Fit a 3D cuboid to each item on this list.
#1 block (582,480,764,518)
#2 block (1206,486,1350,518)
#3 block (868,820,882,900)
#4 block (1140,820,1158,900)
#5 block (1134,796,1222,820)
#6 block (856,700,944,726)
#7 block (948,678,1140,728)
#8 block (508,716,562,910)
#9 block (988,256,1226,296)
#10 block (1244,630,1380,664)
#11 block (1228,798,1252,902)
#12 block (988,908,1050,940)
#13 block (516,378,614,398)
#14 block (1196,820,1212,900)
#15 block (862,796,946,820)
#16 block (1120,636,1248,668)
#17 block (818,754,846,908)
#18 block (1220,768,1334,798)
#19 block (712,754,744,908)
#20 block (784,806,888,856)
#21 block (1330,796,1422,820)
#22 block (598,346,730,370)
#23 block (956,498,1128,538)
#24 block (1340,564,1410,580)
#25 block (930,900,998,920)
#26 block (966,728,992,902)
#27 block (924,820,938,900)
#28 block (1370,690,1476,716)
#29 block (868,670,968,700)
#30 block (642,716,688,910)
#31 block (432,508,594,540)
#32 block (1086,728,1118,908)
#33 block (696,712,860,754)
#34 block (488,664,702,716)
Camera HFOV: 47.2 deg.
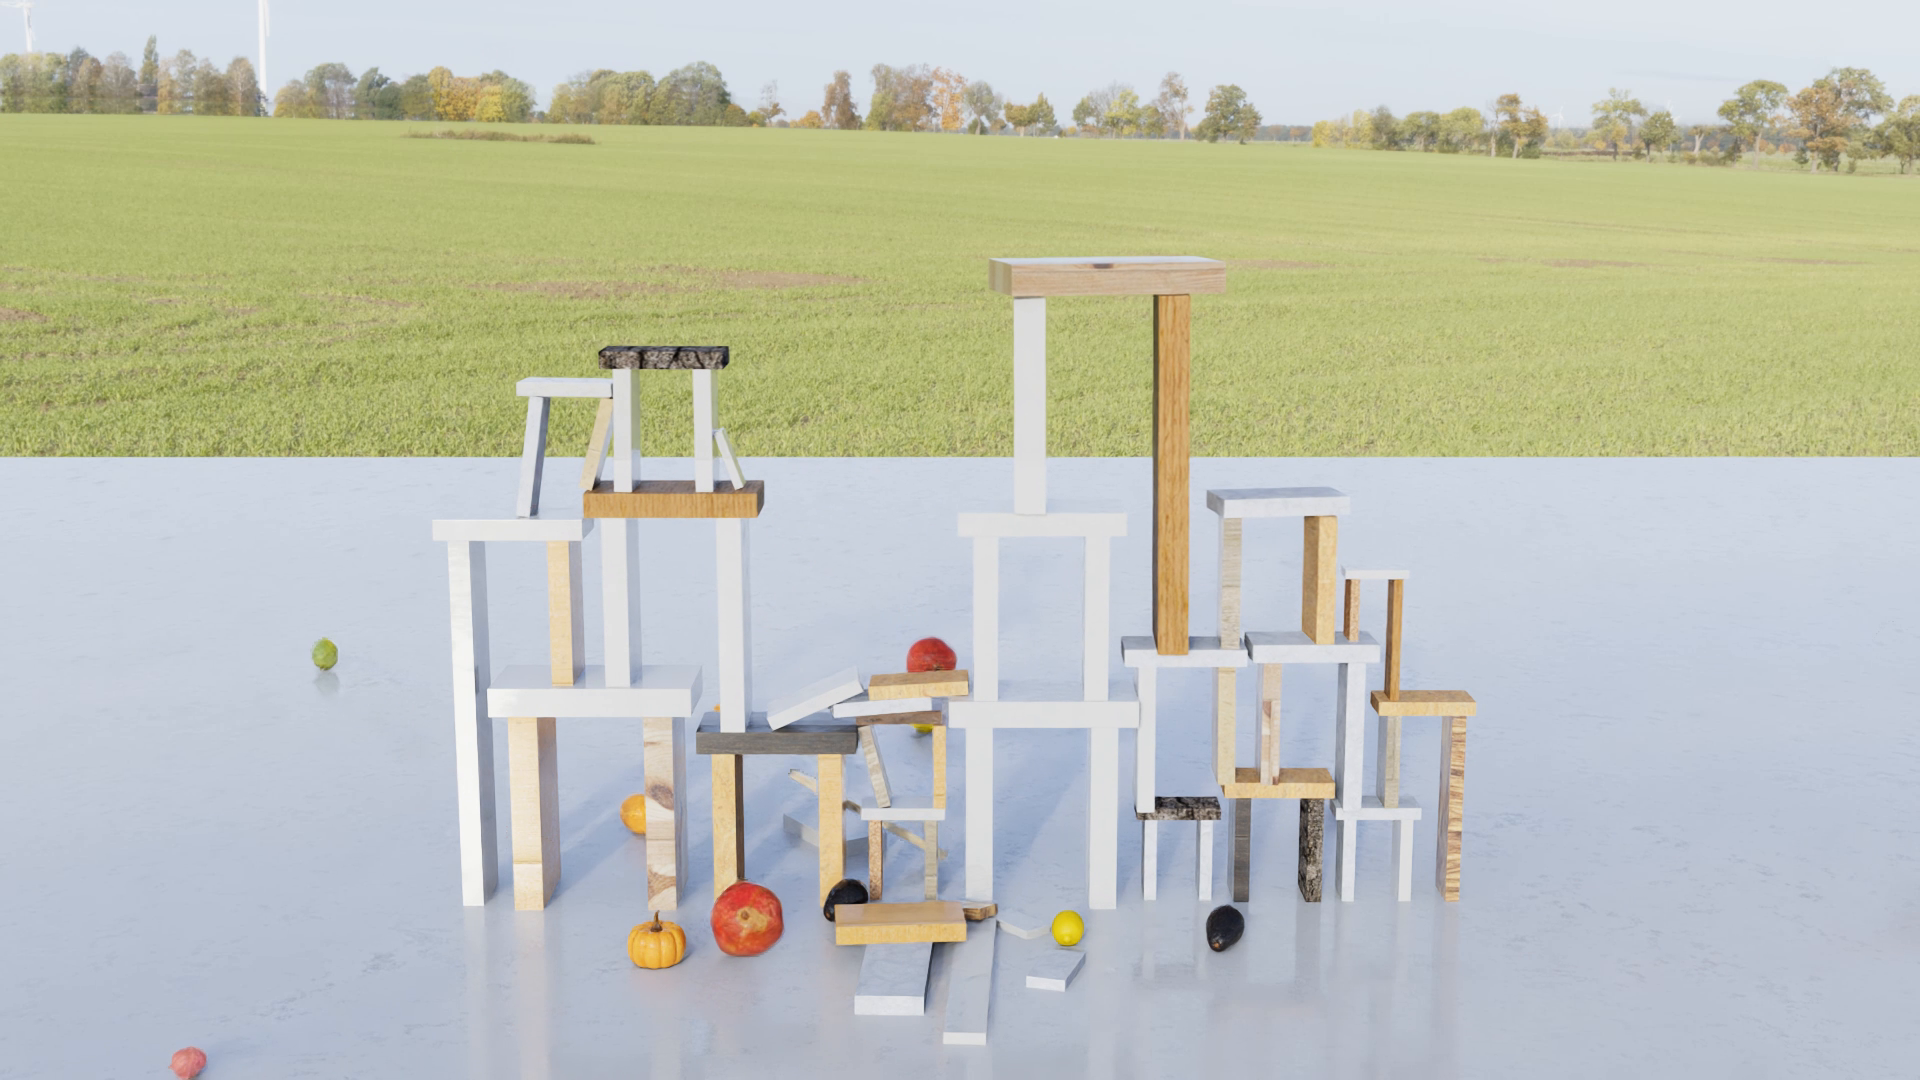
[{"bbox_3d":[-0.459,-0.067,3.552,0.275,0.039,0.138,0,11,0],"label":"block"},{"bbox_3d":[0.514,-0.062,3.559,0.208,0.029,0.104,-2,11,-9],"label":"block"},{"bbox_3d":[-0.140,0.522,3.660,0.020,0.138,0.069,0,11,0],"label":"block"},{"bbox_3d":[0.314,0.522,3.658,0.020,0.138,0.069,0,11,0],"label":"block"},{"bbox_3d":[0.360,0.445,3.644,0.138,0.020,0.069,0,11,0],"label":"block"},{"bbox_3d":[-0.099,0.284,3.619,0.140,0.020,0.070,-1,11,2],"label":"block"},{"bbox_3d":[0.135,0.267,3.612,0.306,0.043,0.153,0,11,0],"label":"block"},{"bbox_3d":[-0.703,0.430,3.641,0.046,0.326,0.163,0,11,0],"label":"block"},{"bbox_3d":[0.231,-0.420,3.493,0.344,0.049,0.172,-2,11,-11],"label":"block"},{"bbox_3d":[0.573,0.174,3.589,0.204,0.029,0.102,0,11,-1],"label":"block"},{"bbox_3d":[0.464,0.501,3.655,0.025,0.179,0.090,0,11,0],"label":"block"},{"bbox_3d":[0.093,0.613,3.509,0.048,0.014,0.096,-8,13,-38],"label":"block"},{"bbox_3d":[-0.624,-0.244,3.511,0.151,0.021,0.076,1,11,3],"label":"block"},{"bbox_3d":[0.406,0.522,3.659,0.020,0.138,0.069,0,11,0],"label":"block"},{"bbox_3d":[-0.093,0.444,3.645,0.138,0.020,0.069,0,11,0],"label":"block"},{"bbox_3d":[0.364,0.182,3.590,0.197,0.028,0.099,0,11,0],"label":"block"},{"bbox_3d":[-0.211,0.463,3.646,0.037,0.259,0.130,0,11,0],"label":"block"},{"bbox_3d":[0.523,0.401,3.635,0.179,0.025,0.090,0,11,1],"label":"block"},{"bbox_3d":[-0.384,0.463,3.646,0.037,0.259,0.130,0,11,0],"label":"block"},{"bbox_3d":[-0.226,0.523,3.955,0.099,0.028,0.199,-7,13,-33],"label":"block"},{"bbox_3d":[0.687,0.443,3.641,0.139,0.020,0.070,0,11,0],"label":"block"},{"bbox_3d":[-0.471,-0.291,3.508,0.195,0.028,0.098,0,11,0],"label":"block"},{"bbox_3d":[0.130,-0.036,3.549,0.269,0.038,0.135,0,11,0],"label":"block"},{"bbox_3d":[0.673,0.052,3.569,0.103,0.015,0.051,0,11,1],"label":"block"},{"bbox_3d":[-0.006,0.594,3.536,0.119,0.017,0.059,-2,-1,30],"label":"block"},{"bbox_3d":[0.031,0.439,3.644,0.043,0.306,0.153,0,11,0],"label":"block"},{"bbox_3d":[-0.048,0.522,3.660,0.020,0.138,0.069,0,11,0],"label":"block"},{"bbox_3d":[0.760,0.267,3.610,0.158,0.022,0.079,0,11,0],"label":"block"},{"bbox_3d":[-0.067,0.237,3.609,0.161,0.023,0.081,-3,11,2],"label":"block"},{"bbox_3d":[-0.486,0.430,3.641,0.046,0.326,0.163,0,11,0],"label":"block"},{"bbox_3d":[-0.720,-0.026,3.556,0.238,0.034,0.119,0,11,0],"label":"block"},{"bbox_3d":[0.234,0.439,3.644,0.043,0.306,0.153,0,11,1],"label":"block"},{"bbox_3d":[-0.297,0.317,3.619,0.259,0.037,0.130,0,11,0],"label":"block"},{"bbox_3d":[-0.595,0.247,3.607,0.326,0.046,0.163,0,11,0],"label":"block"}]
